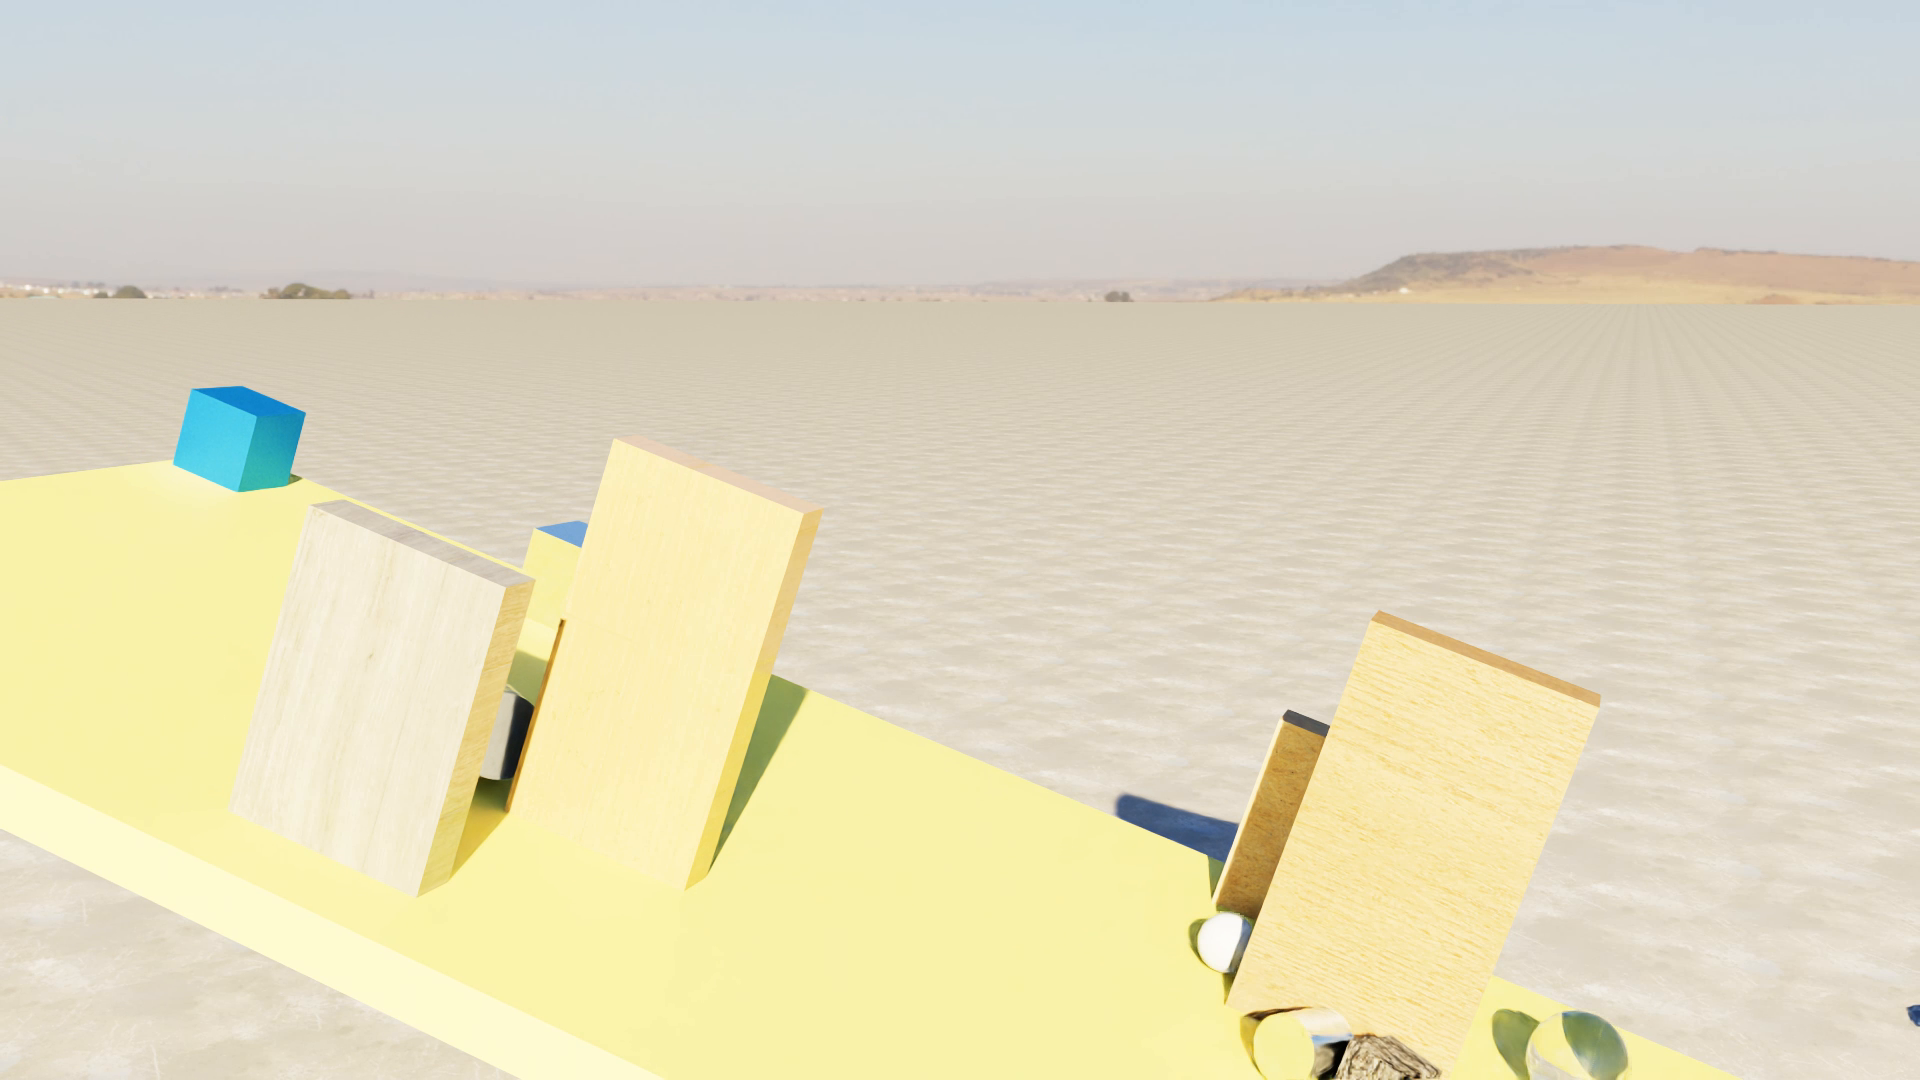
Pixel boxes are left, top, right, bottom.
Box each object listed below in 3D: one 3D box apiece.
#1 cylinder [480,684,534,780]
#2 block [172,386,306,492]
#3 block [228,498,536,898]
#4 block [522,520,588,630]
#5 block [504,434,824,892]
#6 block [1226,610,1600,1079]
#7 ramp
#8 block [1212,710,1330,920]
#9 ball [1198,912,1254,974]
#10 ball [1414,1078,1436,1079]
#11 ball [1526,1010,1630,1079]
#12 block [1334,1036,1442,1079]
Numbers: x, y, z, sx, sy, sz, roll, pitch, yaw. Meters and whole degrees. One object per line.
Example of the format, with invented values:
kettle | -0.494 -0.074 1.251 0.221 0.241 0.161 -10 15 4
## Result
cylinder | -0.863 0.348 4.066 0.160 0.160 0.160 -3 7 -22
block | -1.763 -0.249 5.383 0.195 0.195 0.195 22 12 15
block | -0.936 0.253 3.547 0.366 0.537 0.099 21 12 14
block | -0.884 0.094 5.137 0.205 0.205 0.205 22 12 16
block | -0.529 0.216 3.890 0.371 0.715 0.098 21 12 14
block | 0.839 0.583 4.101 0.429 0.794 0.130 21 12 14
ramp | -0.346 0.643 4.219 4.000 0.100 2.000 21 12 14
block | 0.776 0.629 4.679 0.340 0.429 0.117 21 12 14
ball | 0.525 0.793 4.326 0.117 0.117 0.117 0 7 0
ball | 0.787 0.992 3.703 0.168 0.168 0.168 0 7 0
ball | 1.182 0.998 4.211 0.191 0.191 0.191 0 7 0
block | 0.750 0.964 3.888 0.121 0.121 0.121 7 16 -42
